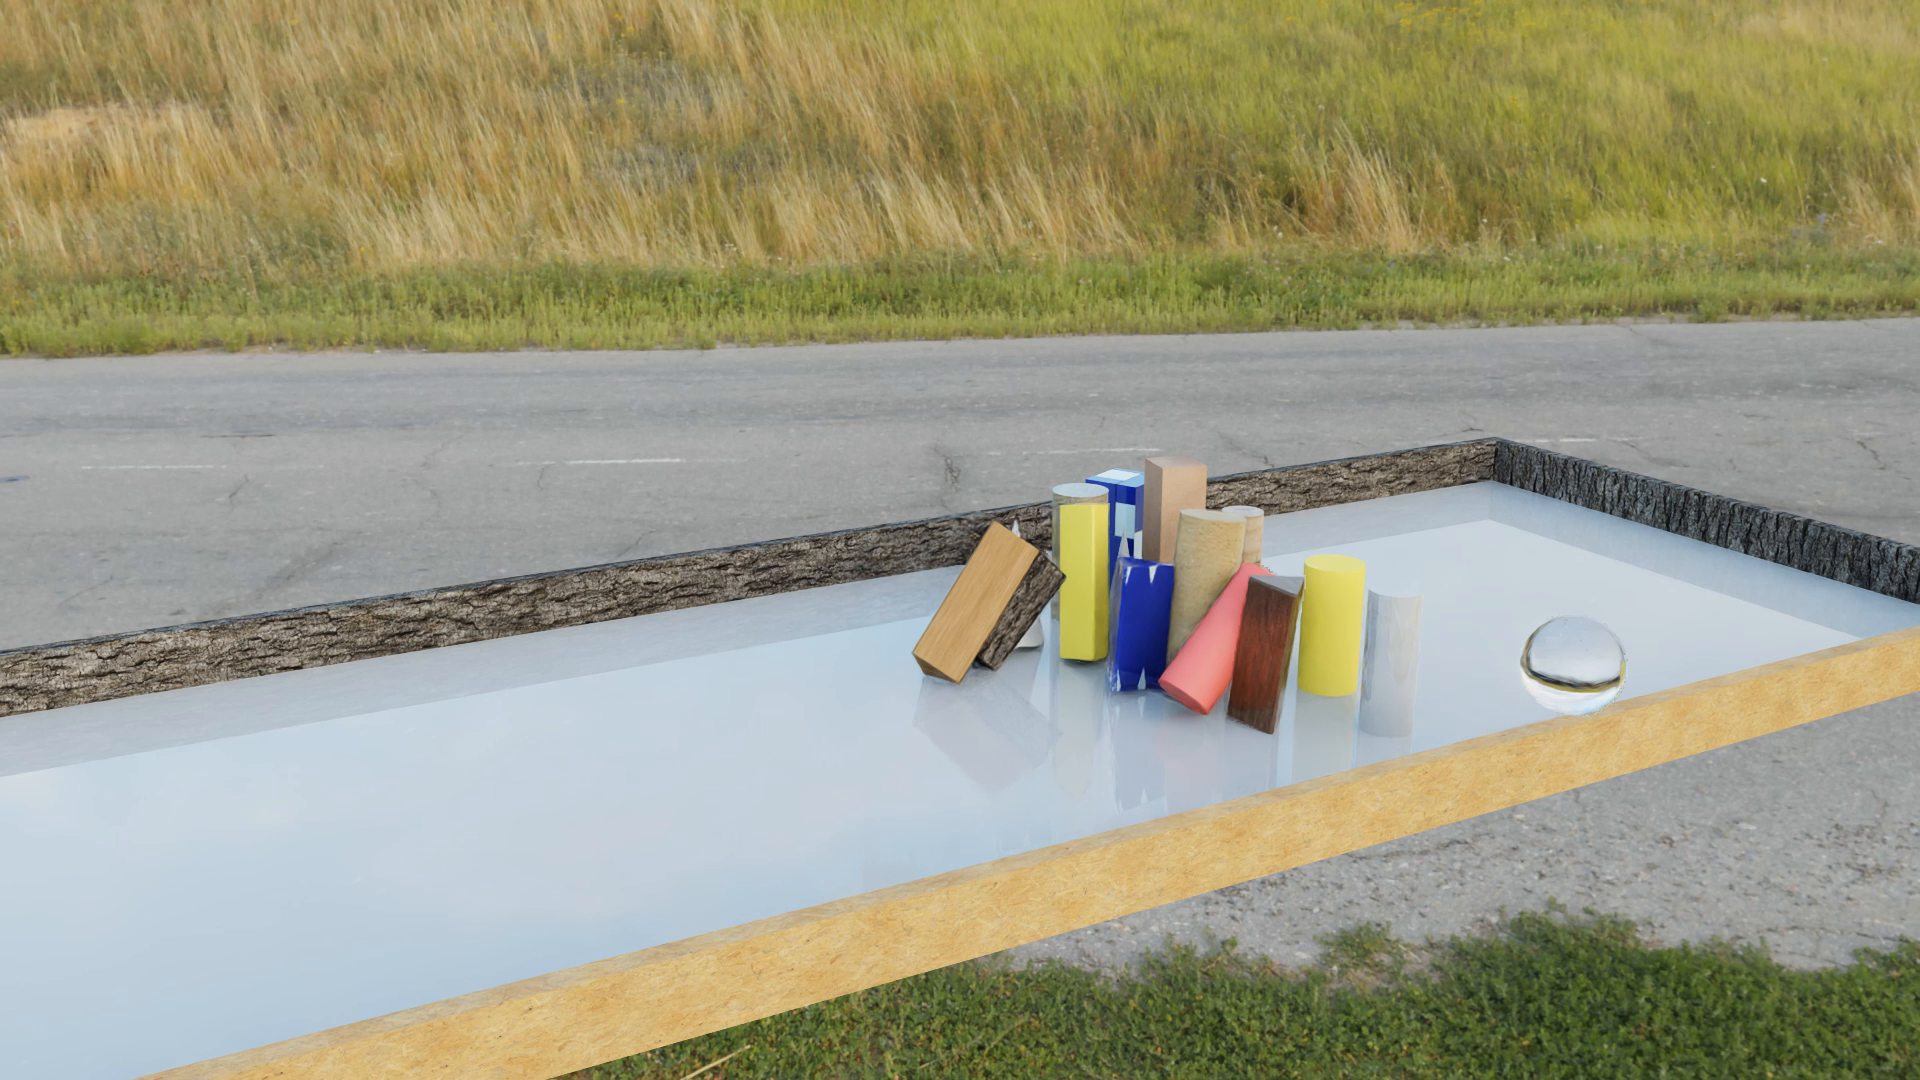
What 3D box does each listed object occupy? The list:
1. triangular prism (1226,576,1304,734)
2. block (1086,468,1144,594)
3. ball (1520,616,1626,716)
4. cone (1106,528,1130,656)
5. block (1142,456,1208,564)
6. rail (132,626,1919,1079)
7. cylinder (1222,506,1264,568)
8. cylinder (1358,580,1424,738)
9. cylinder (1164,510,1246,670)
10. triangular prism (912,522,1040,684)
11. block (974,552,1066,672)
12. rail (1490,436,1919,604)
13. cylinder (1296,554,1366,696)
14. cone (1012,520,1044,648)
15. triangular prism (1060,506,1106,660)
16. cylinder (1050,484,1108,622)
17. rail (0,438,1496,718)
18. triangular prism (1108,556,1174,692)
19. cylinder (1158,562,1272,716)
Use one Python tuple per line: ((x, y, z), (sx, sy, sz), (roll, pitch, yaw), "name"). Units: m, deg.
((0.738, 0.258, 3.850), (0.116, 0.348, 0.134), (-10, 24, -41), "triangular prism")
((0.479, -0.021, 4.831), (0.166, 0.335, 0.166), (11, 20, 34), "block")
((1.310, 0.269, 3.530), (0.214, 0.214, 0.214), (0, 16, 0), "ball")
((0.426, 0.126, 4.316), (0.126, 0.345, 0.126), (0, 16, 0), "cone")
((0.591, -0.002, 4.576), (0.129, 0.442, 0.129), (-5, 17, -15), "block")
((-2.336, 1.006, 1.665), (12.000, 0.150, 0.050), (-9, 18, -27), "rail")
((0.727, 0.111, 4.296), (0.109, 0.385, 0.109), (0, 16, 0), "cylinder")
((0.997, 0.275, 3.815), (0.125, 0.340, 0.125), (0, 16, 0), "cylinder")
((0.602, 0.142, 4.104), (0.165, 0.413, 0.165), (6, 10, -1), "cylinder")
((0.020, 0.149, 4.157), (0.142, 0.123, 0.403), (10, 63, 50), "triangular prism")
((0.120, 0.171, 4.245), (0.308, 0.114, 0.114), (-53, 35, -9), "block")
((2.466, -0.048, 5.253), (0.050, 0.150, 2.100), (-9, 18, -27), "rail")
((0.916, 0.210, 4.075), (0.147, 0.319, 0.147), (0, 16, 0), "cylinder")
((0.144, 0.103, 4.378), (0.173, 0.332, 0.173), (1, 9, 0), "cone")
((0.342, 0.108, 4.275), (0.109, 0.396, 0.125), (-1, 1, -39), "triangular prism")
((0.332, 0.037, 4.585), (0.155, 0.363, 0.155), (0, 16, 0), "cylinder")
((-3.305, 0.497, 3.399), (12.000, 0.150, 0.050), (-9, 18, -27), "rail")
((0.420, 0.204, 4.097), (0.149, 0.310, 0.129), (-1, 10, -31), "triangular prism")
((0.633, 0.236, 3.940), (0.354, 0.141, 0.141), (-52, 36, -11), "cylinder")
